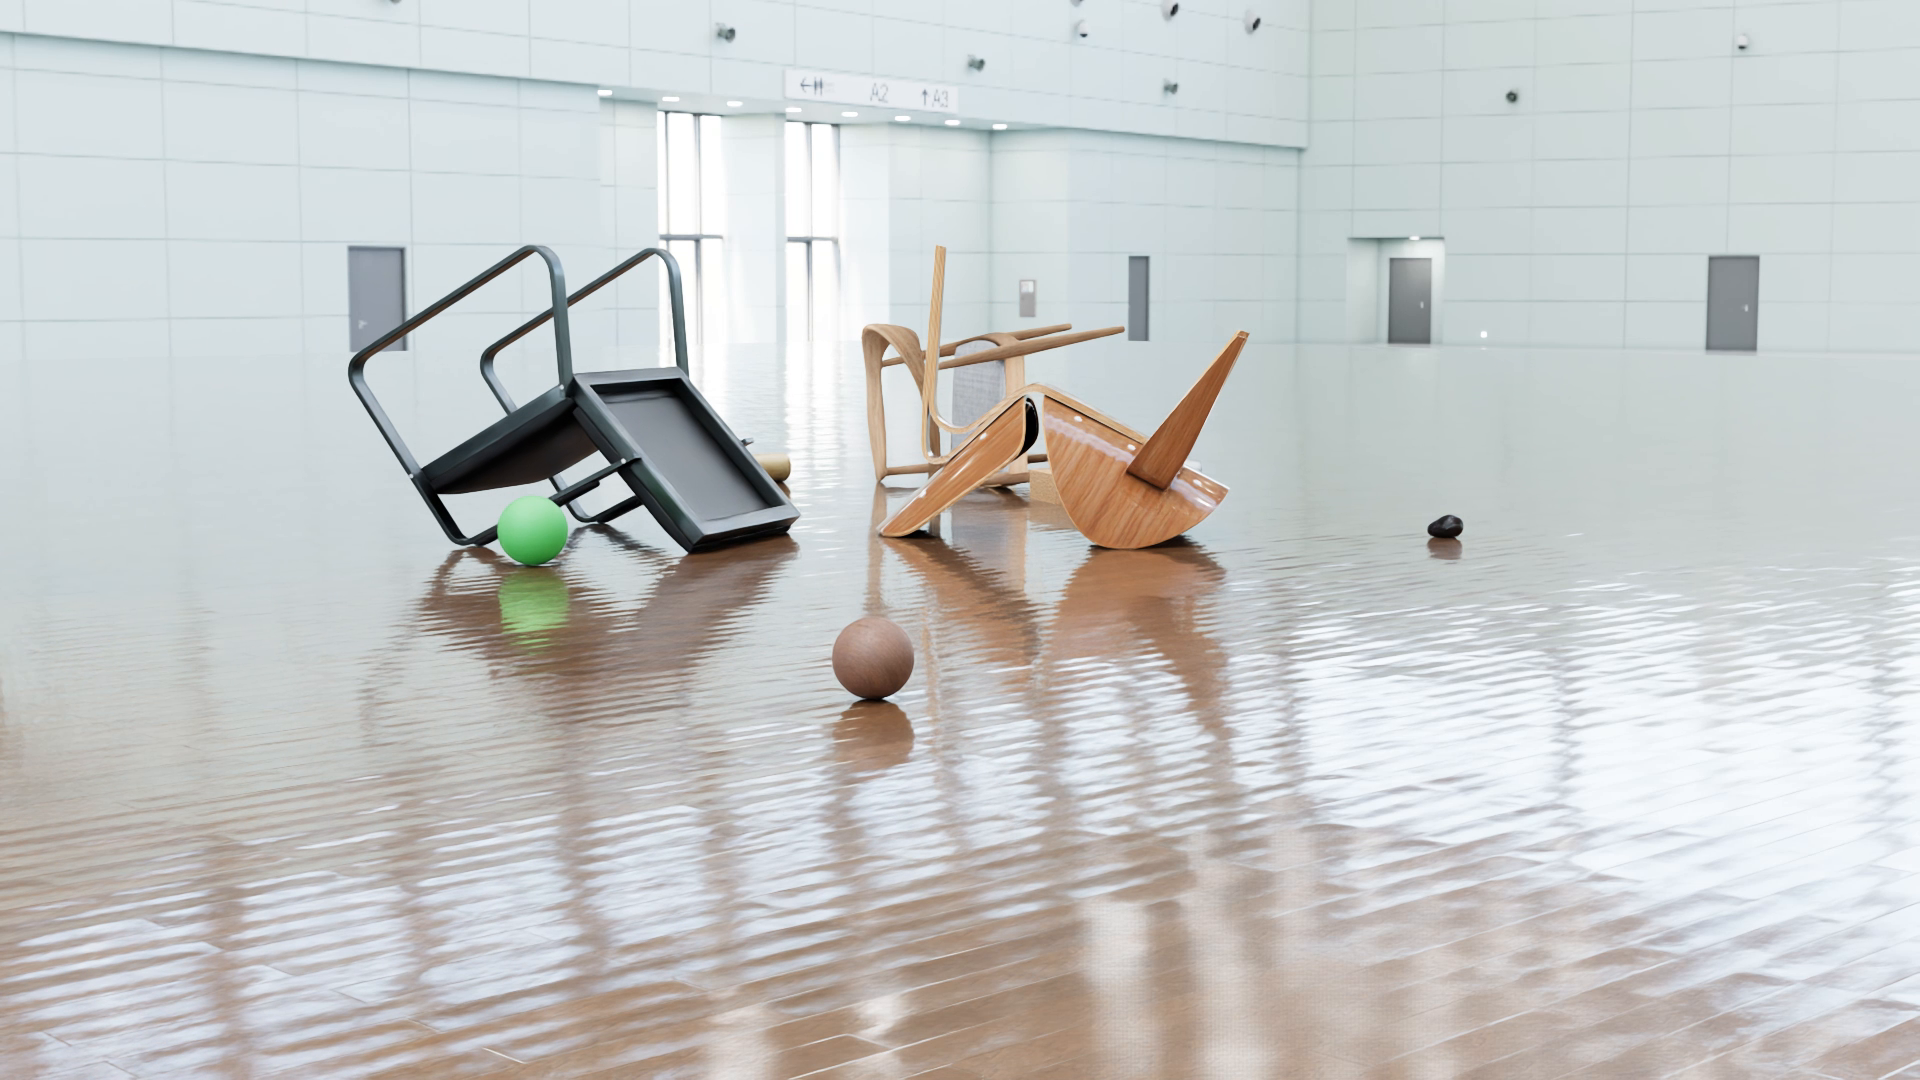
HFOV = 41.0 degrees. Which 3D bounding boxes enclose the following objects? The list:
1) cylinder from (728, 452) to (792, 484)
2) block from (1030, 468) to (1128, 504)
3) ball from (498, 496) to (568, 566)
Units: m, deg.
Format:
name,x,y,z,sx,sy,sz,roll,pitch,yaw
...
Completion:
name,x,y,z,sx,sy,sz,roll,pitch,yaw
cylinder,-0.638,-0.228,8.168,0.175,0.093,0.104,-5,-8,-41
block,0.347,-0.159,7.550,0.220,0.084,0.229,-2,6,-17
ball,-0.974,-0.022,5.848,0.160,0.160,0.160,0,6,0
